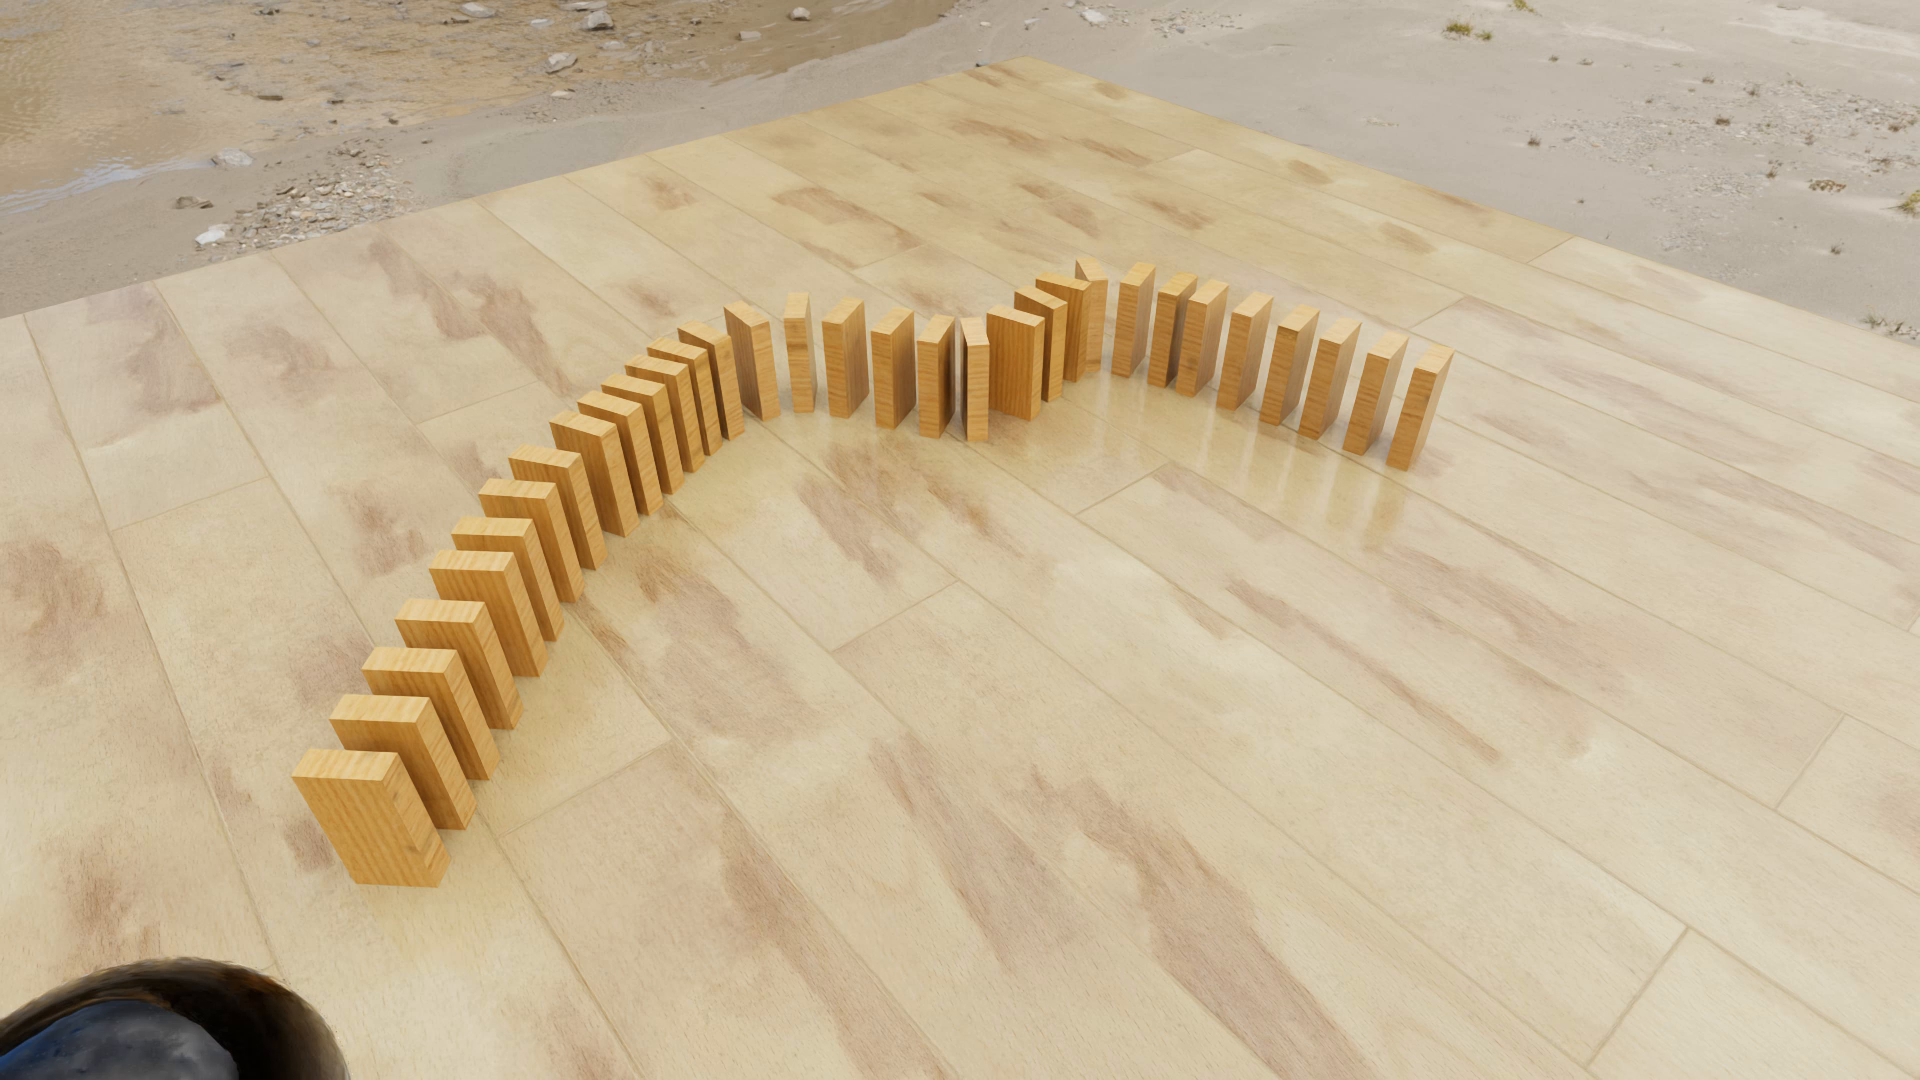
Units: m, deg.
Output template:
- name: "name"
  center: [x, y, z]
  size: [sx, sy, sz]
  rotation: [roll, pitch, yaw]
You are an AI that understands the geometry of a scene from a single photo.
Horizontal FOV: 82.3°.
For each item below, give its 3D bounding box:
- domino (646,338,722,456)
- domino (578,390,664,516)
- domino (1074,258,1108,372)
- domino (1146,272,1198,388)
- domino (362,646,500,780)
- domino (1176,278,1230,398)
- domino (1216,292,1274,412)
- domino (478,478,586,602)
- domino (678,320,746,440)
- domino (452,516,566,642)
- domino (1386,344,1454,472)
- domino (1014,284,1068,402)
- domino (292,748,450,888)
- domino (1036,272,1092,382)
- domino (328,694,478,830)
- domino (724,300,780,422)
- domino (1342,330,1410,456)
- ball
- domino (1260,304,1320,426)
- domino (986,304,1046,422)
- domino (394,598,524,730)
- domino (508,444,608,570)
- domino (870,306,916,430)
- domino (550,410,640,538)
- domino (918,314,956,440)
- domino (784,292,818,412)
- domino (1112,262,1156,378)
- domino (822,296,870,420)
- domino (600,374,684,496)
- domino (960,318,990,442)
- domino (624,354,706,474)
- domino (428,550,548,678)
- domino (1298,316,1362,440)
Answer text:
- name: "domino"
  center: [-0.122, -0.063, 0.489]
  size: [0.025, 0.050, 0.009]
  rotation: [17, 42, 20]
- name: "domino"
  center: [-0.140, -0.035, 0.455]
  size: [0.025, 0.050, 0.010]
  rotation: [17, 42, 19]
- name: "domino"
  center: [0.064, -0.112, 0.548]
  size: [0.009, 0.050, 0.025]
  rotation: [-6, 40, -8]
- name: "domino"
  center: [0.103, -0.102, 0.536]
  size: [0.009, 0.050, 0.025]
  rotation: [22, 44, 24]
- name: "domino"
  center: [-0.165, 0.055, 0.344]
  size: [0.025, 0.050, 0.009]
  rotation: [2, 39, 2]
- name: "domino"
  center: [0.116, -0.097, 0.530]
  size: [0.009, 0.050, 0.025]
  rotation: [23, 45, 26]
- name: "domino"
  center: [0.134, -0.089, 0.520]
  size: [0.009, 0.050, 0.025]
  rotation: [24, 45, 27]
- name: "domino"
  center: [-0.159, 0.001, 0.410]
  size: [0.025, 0.050, 0.009]
  rotation: [4, 40, 5]
- name: "domino"
  center: [-0.113, -0.072, 0.500]
  size: [0.025, 0.050, 0.009]
  rotation: [27, 47, 29]
- name: "domino"
  center: [-0.161, 0.015, 0.394]
  size: [0.025, 0.050, 0.009]
  rotation: [2, 39, 3]
- name: "domino"
  center: [0.202, -0.058, 0.482]
  size: [0.009, 0.050, 0.025]
  rotation: [24, 45, 27]
- name: "domino"
  center: [0.038, -0.093, 0.526]
  size: [0.009, 0.050, 0.025]
  rotation: [-31, 48, -32]
- name: "domino"
  center: [-0.167, 0.080, 0.314]
  size: [0.025, 0.050, 0.009]
  rotation: [2, 39, 3]
- name: "domino"
  center: [0.049, -0.104, 0.538]
  size: [0.025, 0.050, 0.010]
  rotation: [20, 43, 22]
- name: "domino"
  center: [-0.166, 0.067, 0.329]
  size: [0.025, 0.050, 0.009]
  rotation: [2, 39, 2]
- name: "domino"
  center: [-0.097, -0.083, 0.513]
  size: [0.009, 0.050, 0.025]
  rotation: [-26, 46, -28]
- name: "domino"
  center: [0.185, -0.065, 0.491]
  size: [0.009, 0.050, 0.025]
  rotation: [25, 46, 27]
- name: "ball"
  center: [-0.172, 0.130, 0.230]
  size: [0.080, 0.080, 0.080]
  rotation: [0, 39, 0]
- name: "domino"
  center: [0.153, -0.081, 0.510]
  size: [0.009, 0.050, 0.025]
  rotation: [25, 45, 27]
- name: "domino"
  center: [0.025, -0.082, 0.512]
  size: [0.025, 0.050, 0.009]
  rotation: [21, 44, 24]
- name: "domino"
  center: [-0.163, 0.041, 0.361]
  size: [0.025, 0.050, 0.009]
  rotation: [2, 39, 3]
- name: "domino"
  center: [-0.155, -0.012, 0.426]
  size: [0.025, 0.050, 0.009]
  rotation: [10, 40, 12]
- name: "domino"
  center: [-0.030, -0.079, 0.508]
  size: [0.010, 0.050, 0.025]
  rotation: [15, 42, 17]
- name: "domino"
  center: [-0.147, -0.026, 0.444]
  size: [0.025, 0.050, 0.009]
  rotation: [16, 42, 19]
- name: "domino"
  center: [-0.010, -0.074, 0.502]
  size: [0.010, 0.050, 0.025]
  rotation: [11, 41, 13]
- name: "domino"
  center: [-0.075, -0.088, 0.519]
  size: [0.010, 0.050, 0.025]
  rotation: [-1, 39, -1]
- name: "domino"
  center: [0.086, -0.109, 0.544]
  size: [0.010, 0.050, 0.025]
  rotation: [18, 43, 20]
- name: "domino"
  center: [-0.053, -0.085, 0.515]
  size: [0.009, 0.050, 0.025]
  rotation: [13, 41, 16]
- name: "domino"
  center: [-0.134, -0.044, 0.466]
  size: [0.025, 0.050, 0.010]
  rotation: [14, 41, 17]
- name: "domino"
  center: [0.006, -0.073, 0.500]
  size: [0.010, 0.050, 0.025]
  rotation: [-5, 40, -6]
- name: "domino"
  center: [-0.128, -0.054, 0.478]
  size: [0.025, 0.050, 0.009]
  rotation: [14, 41, 16]
- name: "domino"
  center: [-0.162, 0.026, 0.380]
  size: [0.025, 0.050, 0.009]
  rotation: [2, 39, 2]
- name: "domino"
  center: [0.168, -0.073, 0.501]
  size: [0.009, 0.050, 0.025]
  rotation: [25, 46, 27]
